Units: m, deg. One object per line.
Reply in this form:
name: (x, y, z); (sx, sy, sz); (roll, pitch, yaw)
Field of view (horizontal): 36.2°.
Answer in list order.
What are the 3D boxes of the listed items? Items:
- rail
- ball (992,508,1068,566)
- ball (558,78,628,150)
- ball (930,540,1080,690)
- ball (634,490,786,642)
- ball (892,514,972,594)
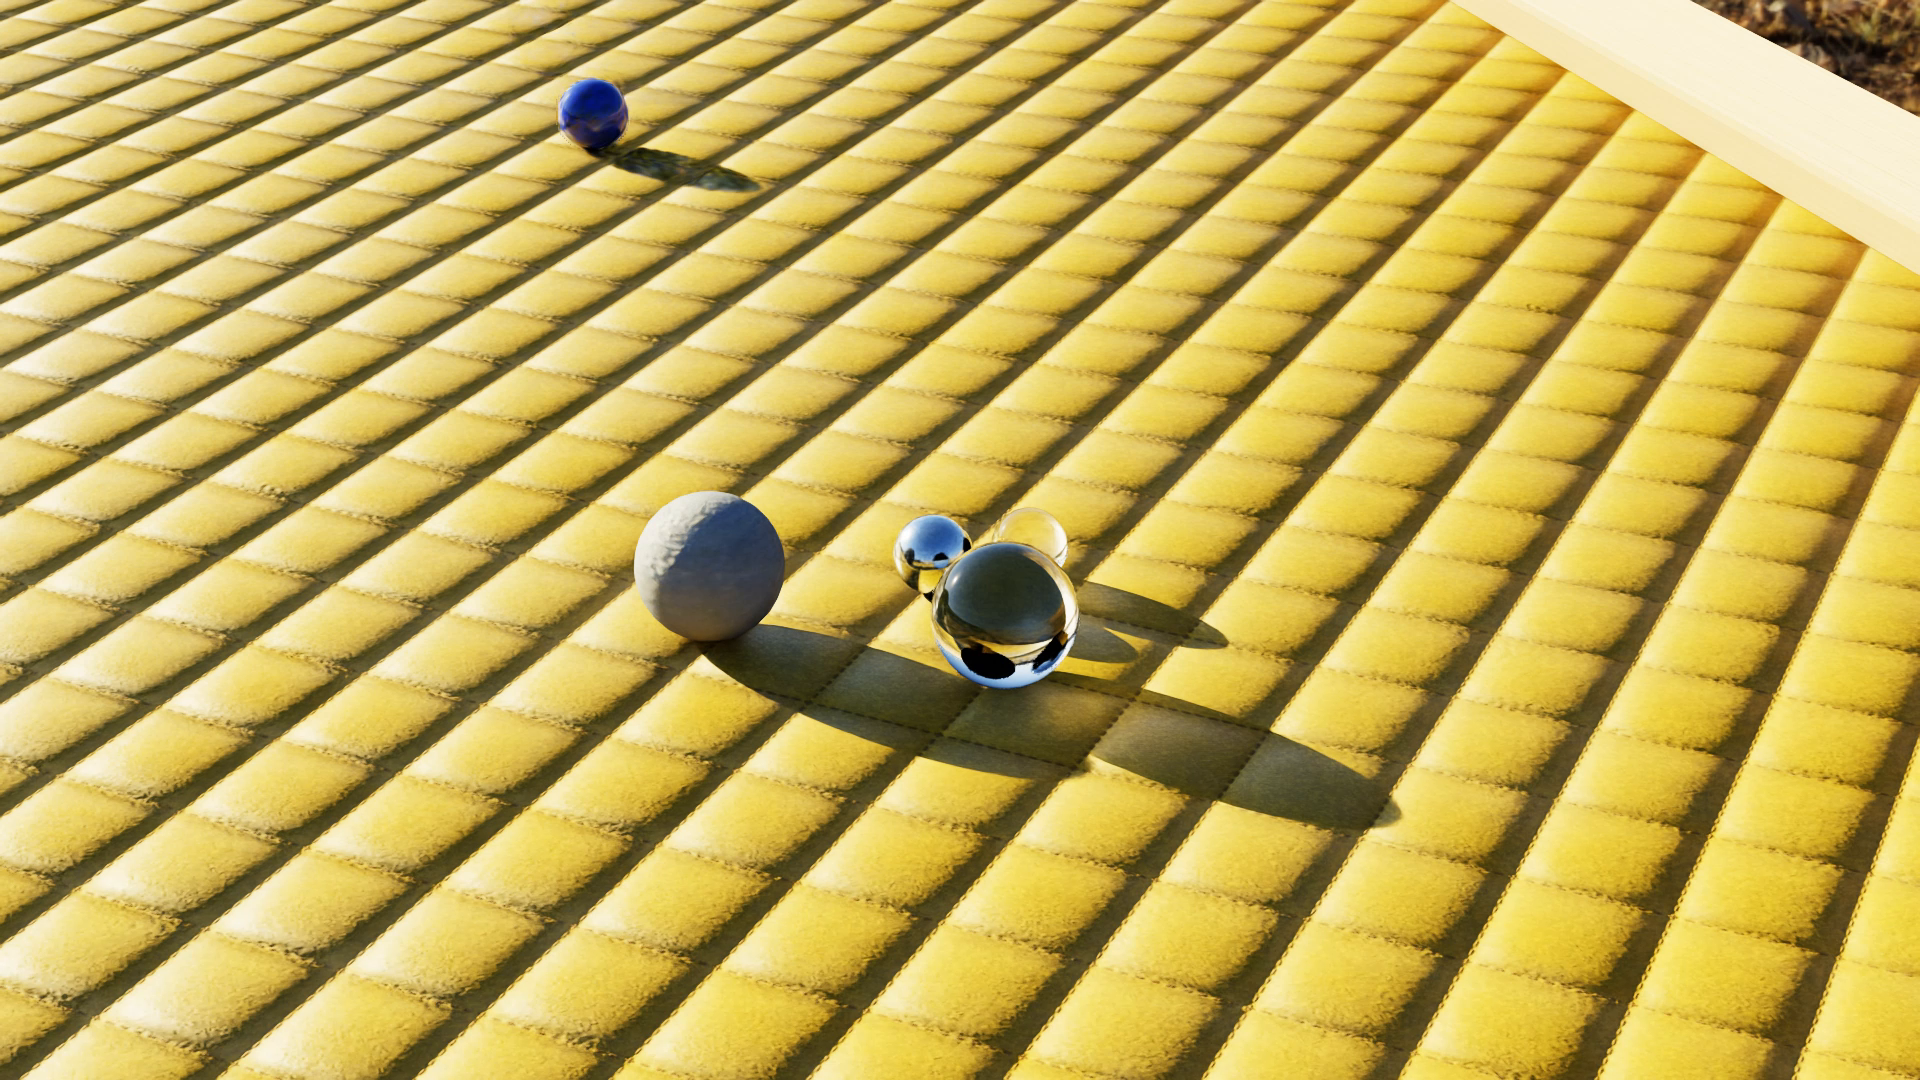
rail: (0.568, -0.529, 2.886); (0.045, 0.124, 3.439); (-9, 28, -17)
ball: (0.046, 0.004, 1.926); (0.051, 0.051, 0.051); (0, 27, 0)
ball: (-0.334, -0.388, 2.678); (0.064, 0.064, 0.064); (0, 27, 0)
ball: (0.027, 0.046, 1.800); (0.091, 0.091, 0.091); (0, 27, 0)
ball: (-0.158, 0.017, 1.852); (0.095, 0.095, 0.095); (0, 27, 0)
ball: (-0.017, 0.009, 1.914); (0.052, 0.052, 0.052); (0, 27, 0)
